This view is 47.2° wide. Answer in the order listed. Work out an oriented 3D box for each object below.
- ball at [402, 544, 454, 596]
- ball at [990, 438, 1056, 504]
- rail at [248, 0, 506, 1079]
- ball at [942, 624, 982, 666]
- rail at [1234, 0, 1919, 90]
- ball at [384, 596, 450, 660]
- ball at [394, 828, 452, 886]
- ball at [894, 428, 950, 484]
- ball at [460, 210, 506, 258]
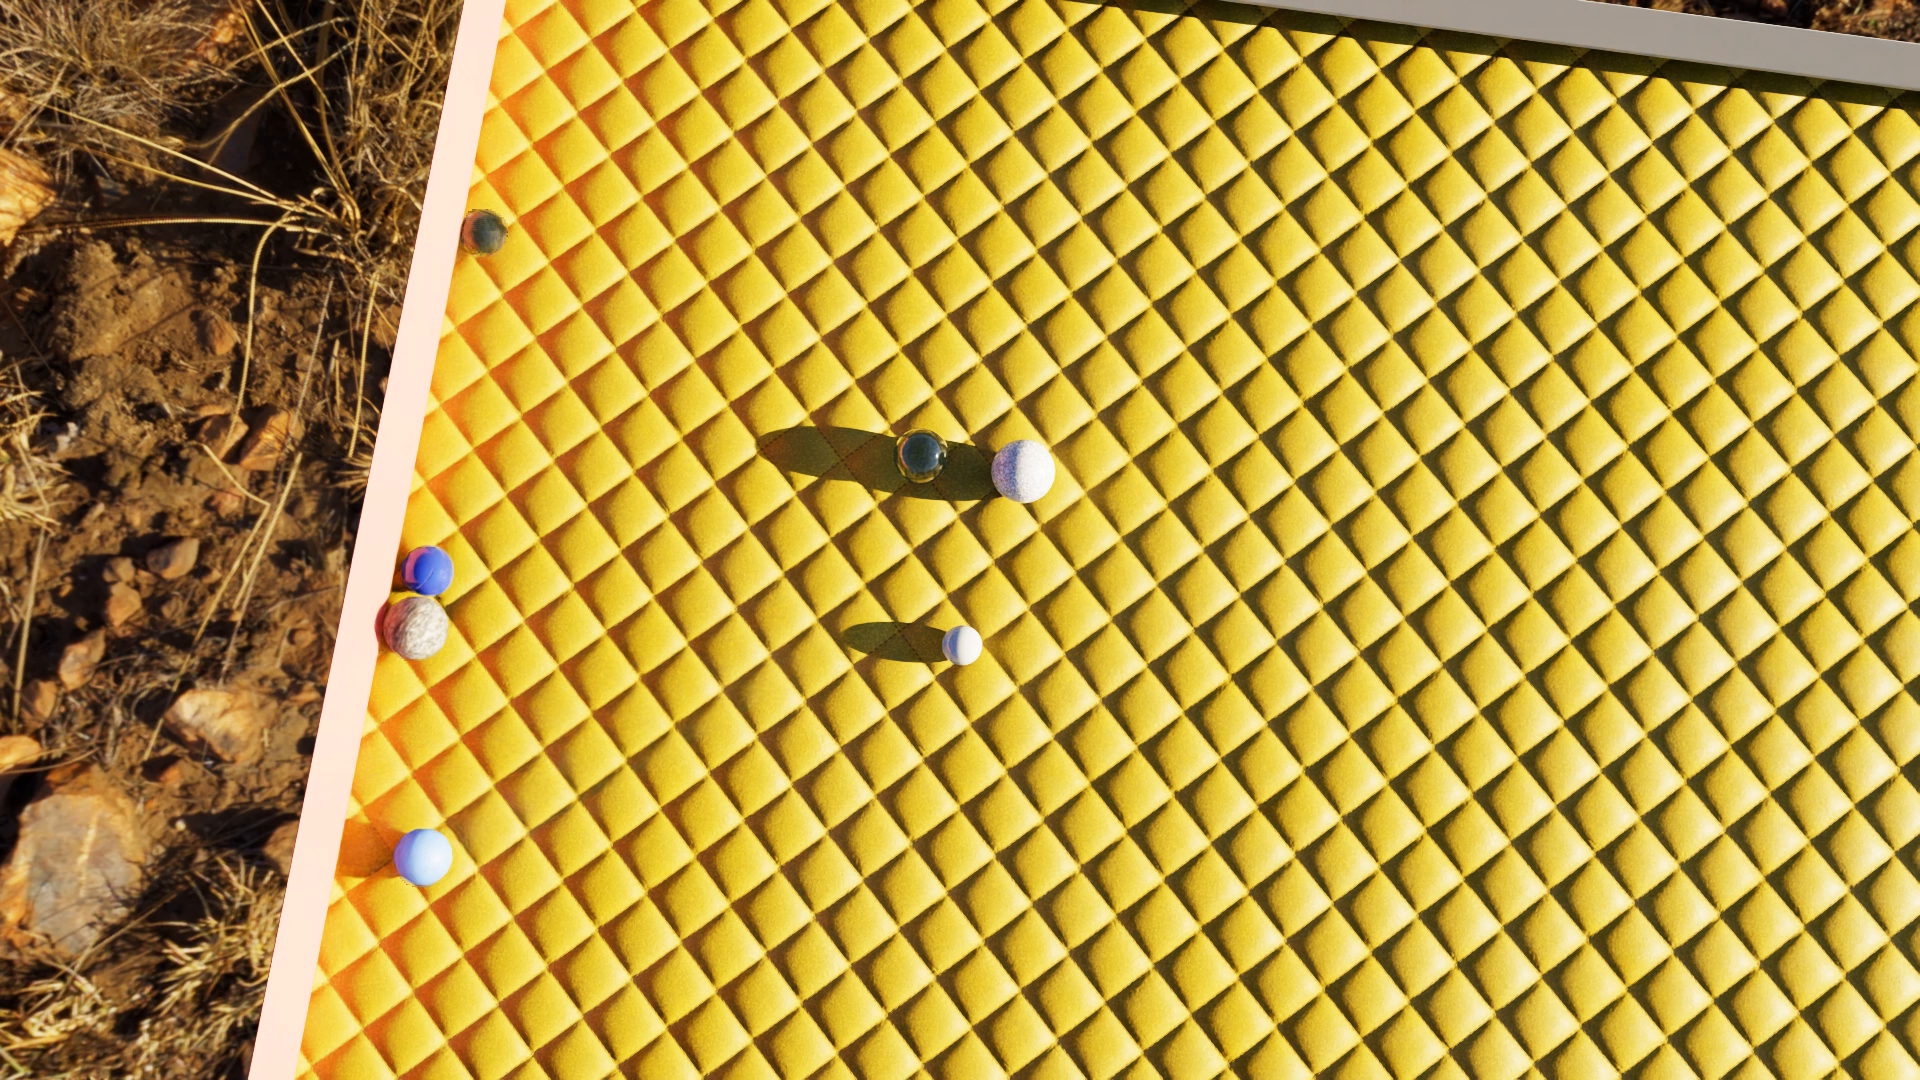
[{"bbox_3d":[-0.796,0.046,3.290,0.077,0.077,0.077,0,78,0],"label":"ball"},{"bbox_3d":[0.095,-0.104,3.311,0.097,0.097,0.097,0,78,0],"label":"ball"},{"bbox_3d":[-0.840,-0.120,3.299,0.045,0.126,1.912,8,78,2],"label":"rail"},{"bbox_3d":[0.003,0.157,3.276,0.060,0.060,0.060,0,78,0],"label":"ball"},{"bbox_3d":[0.993,-0.790,3.438,3.488,0.126,0.045,8,78,2],"label":"rail"},{"bbox_3d":[-0.807,0.130,3.264,0.095,0.095,0.095,0,78,0],"label":"ball"},{"bbox_3d":[-0.781,0.461,3.201,0.083,0.083,0.083,0,78,0],"label":"ball"},{"bbox_3d":[-0.059,-0.127,3.322,0.085,0.085,0.085,0,78,0],"label":"ball"},{"bbox_3d":[-0.738,-0.473,3.400,0.073,0.073,0.073,0,78,0],"label":"ball"}]
